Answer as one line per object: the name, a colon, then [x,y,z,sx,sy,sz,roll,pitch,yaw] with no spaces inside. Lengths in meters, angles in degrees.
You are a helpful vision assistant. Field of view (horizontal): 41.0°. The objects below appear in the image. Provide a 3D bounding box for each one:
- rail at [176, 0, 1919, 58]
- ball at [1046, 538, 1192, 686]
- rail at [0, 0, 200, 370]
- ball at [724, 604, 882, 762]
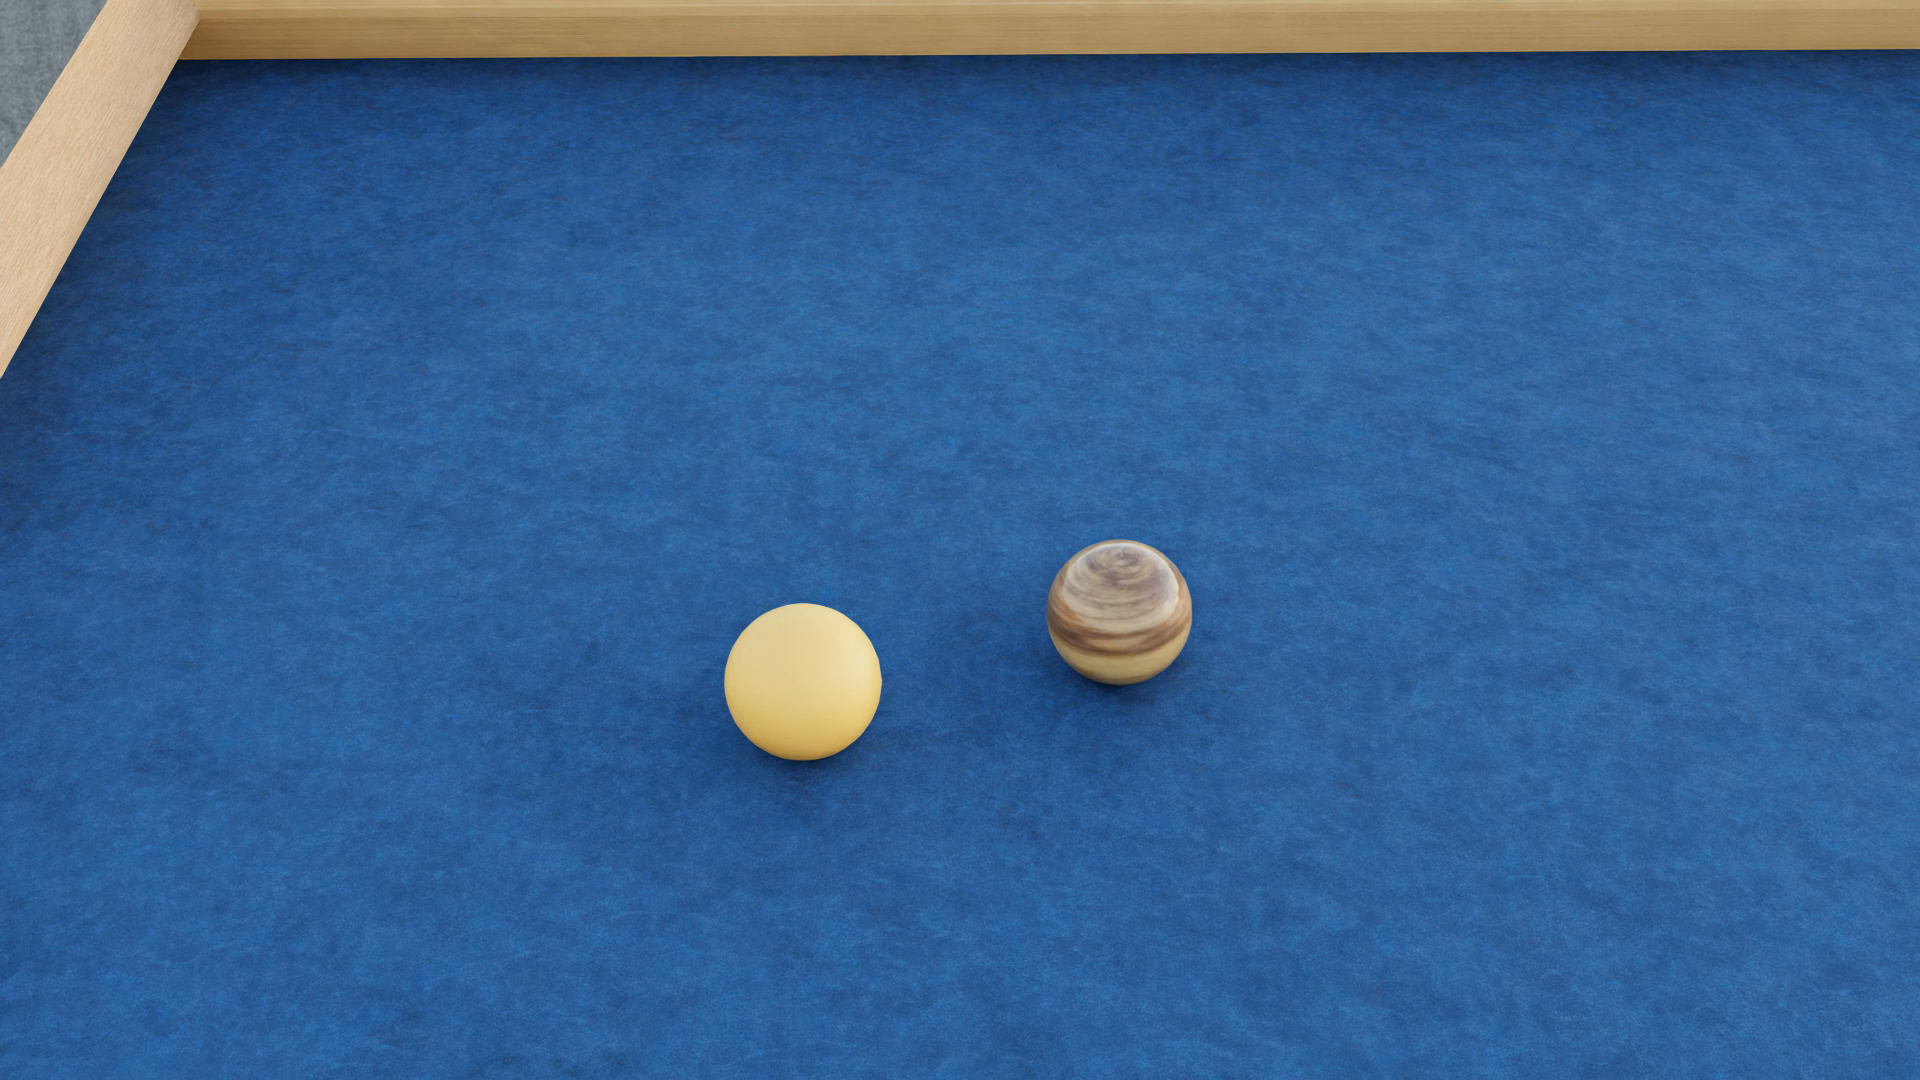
rail: [0.739,-0.521,2.458,3.008,0.129,0.045,0,35,-1]
ball: [0.104,0.047,1.682,0.096,0.096,0.096,0,35,0]
rail: [-0.728,-0.008,1.729,0.045,0.129,1.788,0,35,-1]
ball: [-0.099,0.090,1.619,0.099,0.099,0.099,0,35,0]
